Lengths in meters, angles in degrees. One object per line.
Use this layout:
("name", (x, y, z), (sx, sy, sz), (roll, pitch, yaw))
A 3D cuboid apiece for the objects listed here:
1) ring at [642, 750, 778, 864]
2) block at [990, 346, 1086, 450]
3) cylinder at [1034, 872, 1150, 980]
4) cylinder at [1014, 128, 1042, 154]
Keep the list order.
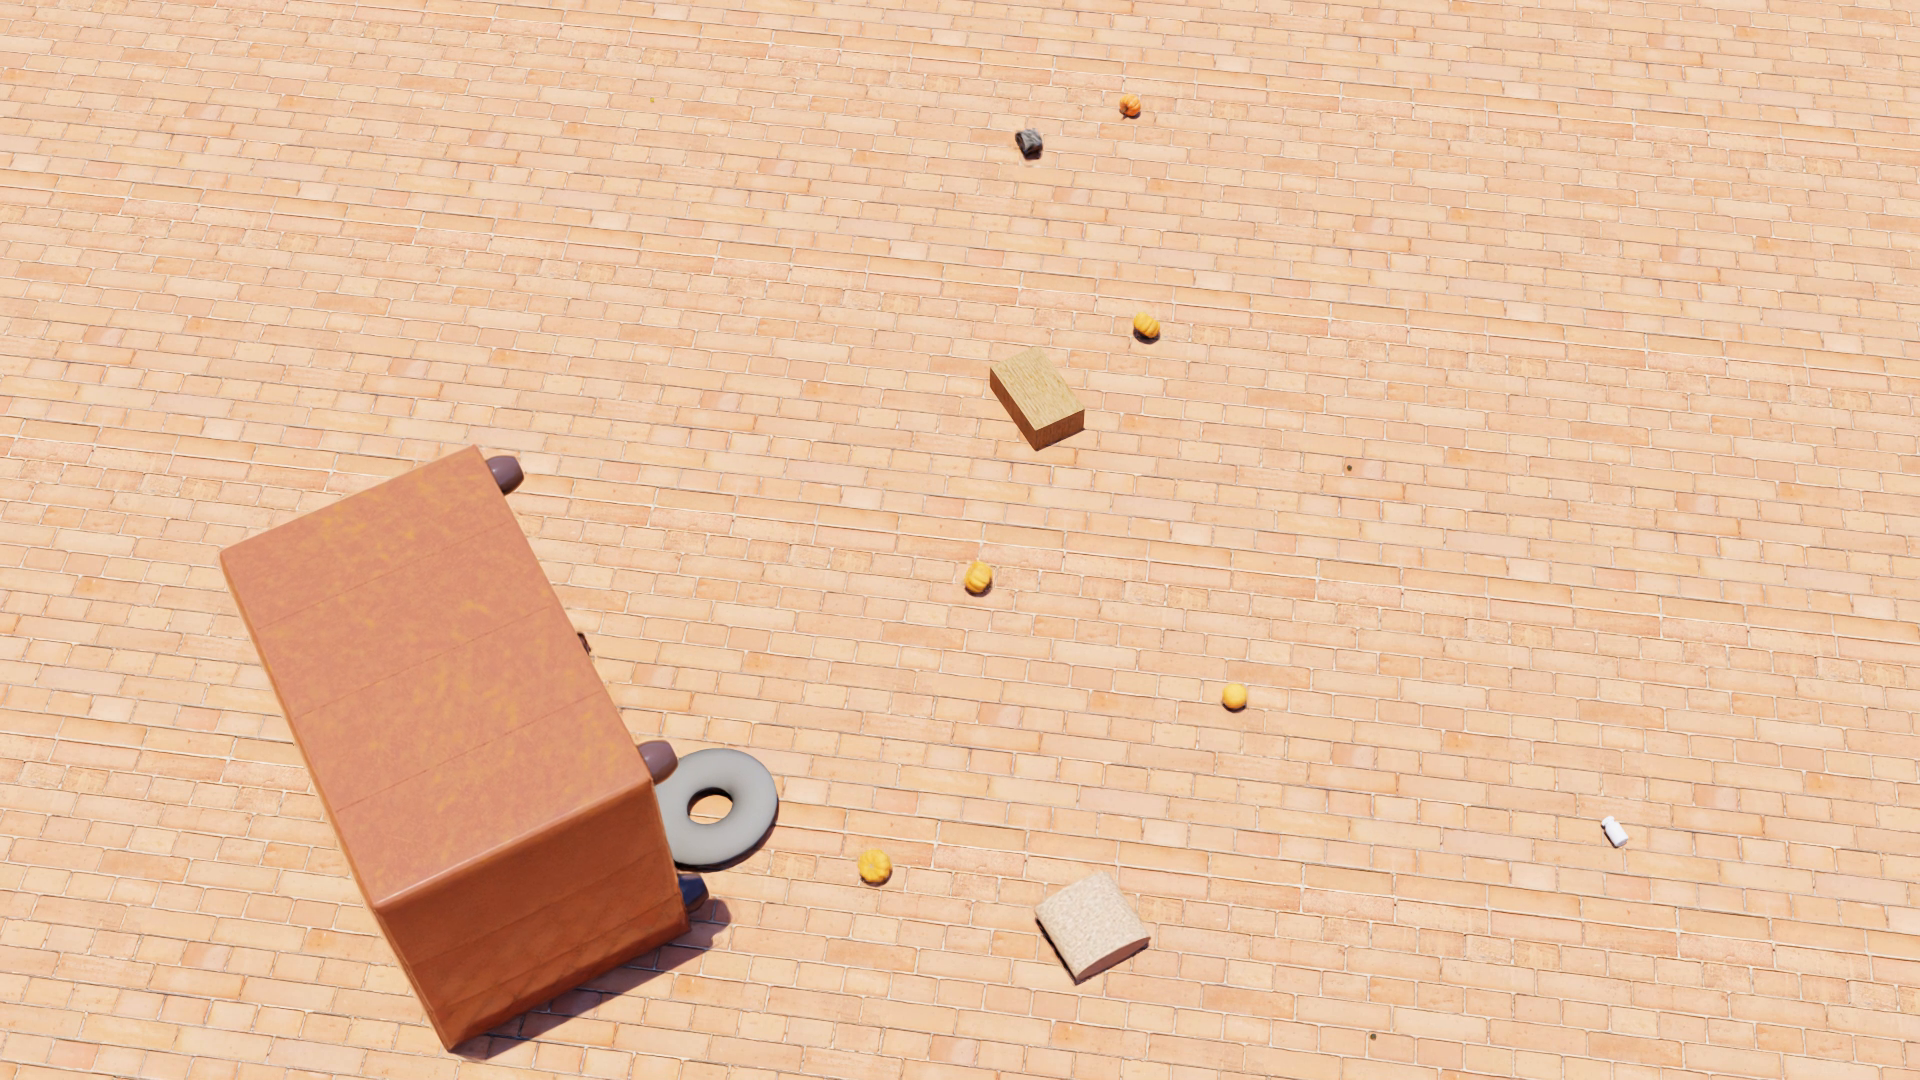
("ring", (-0.686, 0.730, 6.027), (0.381, 0.097, 0.343), (-29, 60, -19))
("block", (0.237, -0.441, 6.807), (0.175, 0.104, 0.284), (-25, 60, -16))
("cylinder", (0.350, 1.020, 5.833), (0.235, 0.094, 0.217), (-24, 59, -18))
("cylinder", (0.233, -1.350, 7.435), (0.061, 0.062, 0.116), (-16, 33, -10))
